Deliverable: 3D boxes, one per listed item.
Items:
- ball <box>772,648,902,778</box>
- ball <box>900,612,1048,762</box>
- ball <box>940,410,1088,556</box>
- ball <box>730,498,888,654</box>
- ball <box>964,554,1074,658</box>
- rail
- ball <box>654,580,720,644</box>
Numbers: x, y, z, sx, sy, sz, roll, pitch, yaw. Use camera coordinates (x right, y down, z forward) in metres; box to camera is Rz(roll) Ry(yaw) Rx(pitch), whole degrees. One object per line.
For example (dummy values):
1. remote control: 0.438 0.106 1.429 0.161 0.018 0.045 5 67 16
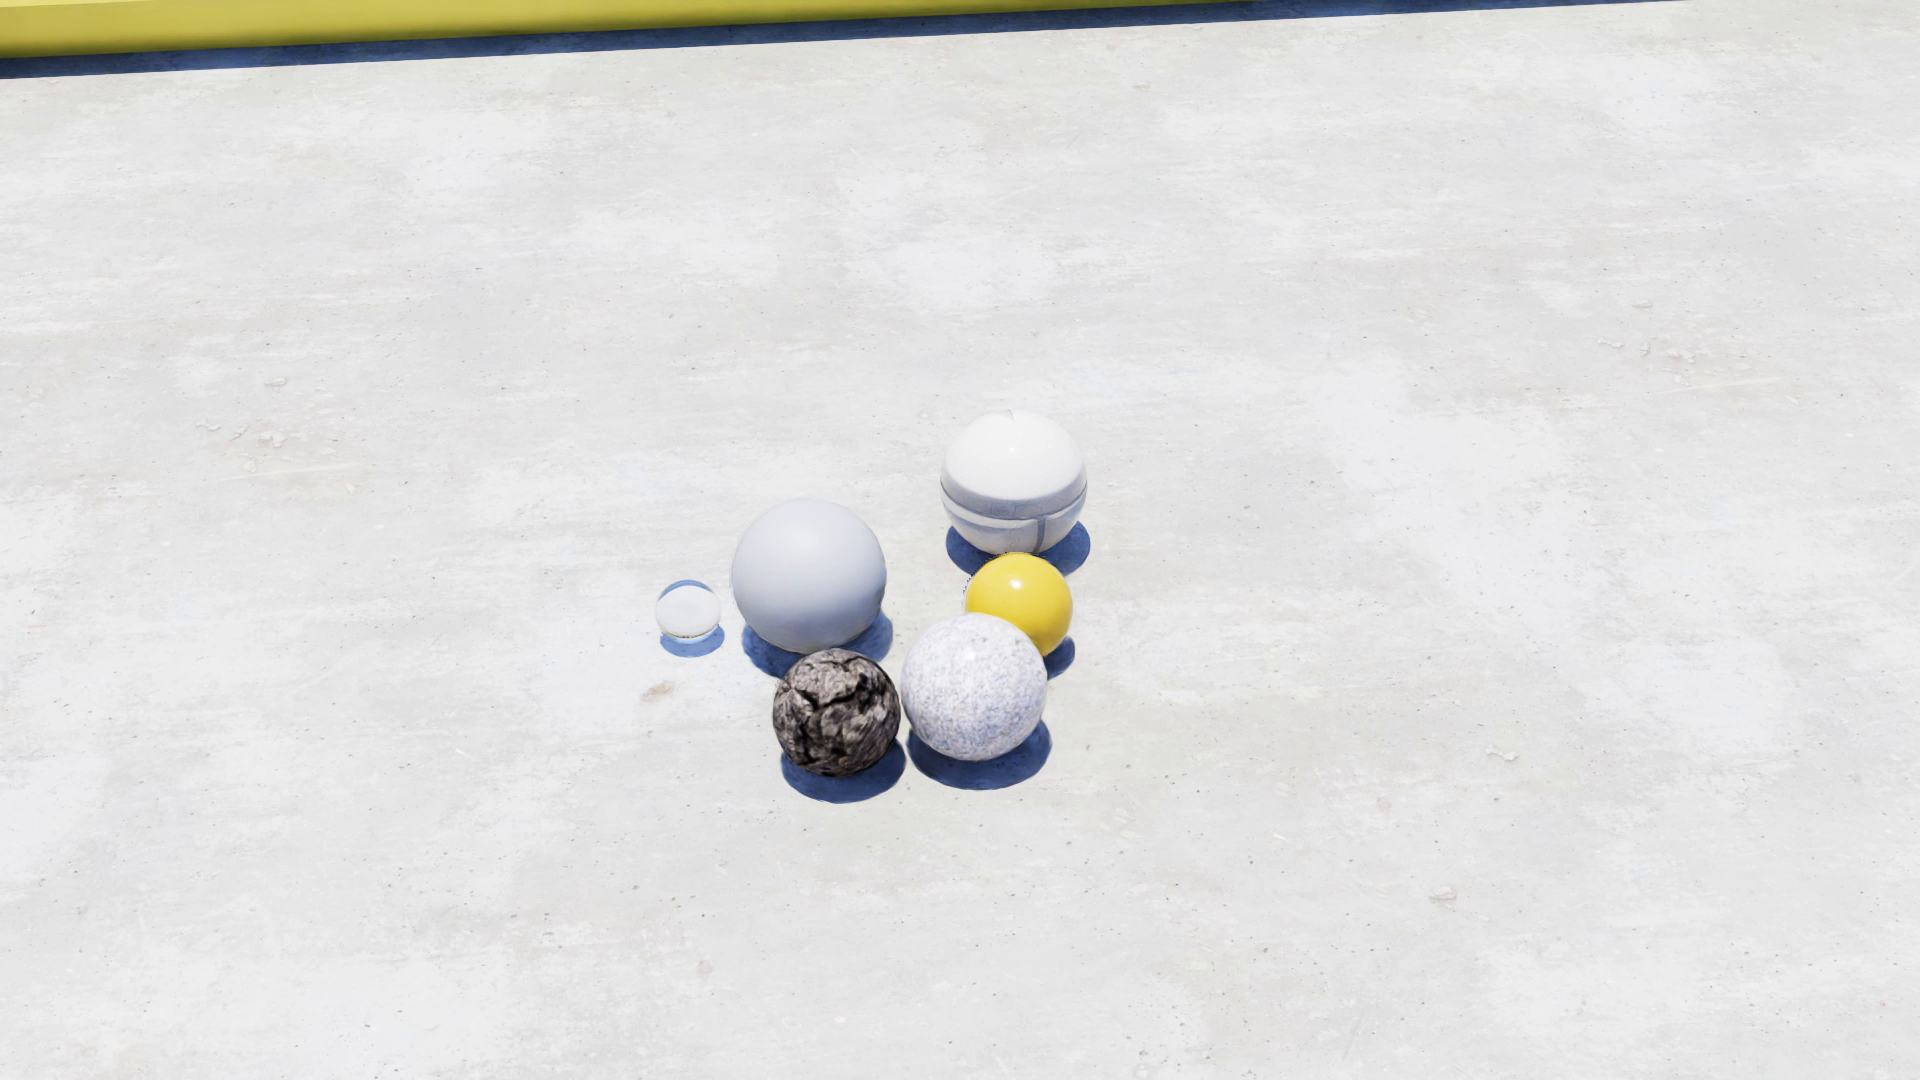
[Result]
1. ball: -0.071 0.099 1.471 0.074 0.074 0.074 0 36 0
2. ball: 0.008 0.085 1.481 0.086 0.086 0.086 0 36 0
3. ball: 0.034 -0.036 1.639 0.095 0.095 0.095 0 36 0
4. ball: -0.092 0.022 1.560 0.095 0.095 0.095 0 36 0
5. ball: 0.035 0.041 1.557 0.067 0.067 0.067 0 36 0
6. rail: 0.729 -0.561 2.333 3.298 0.123 0.045 -4 36 -5
7. ball: -0.167 0.044 1.575 0.040 0.040 0.040 0 36 0
